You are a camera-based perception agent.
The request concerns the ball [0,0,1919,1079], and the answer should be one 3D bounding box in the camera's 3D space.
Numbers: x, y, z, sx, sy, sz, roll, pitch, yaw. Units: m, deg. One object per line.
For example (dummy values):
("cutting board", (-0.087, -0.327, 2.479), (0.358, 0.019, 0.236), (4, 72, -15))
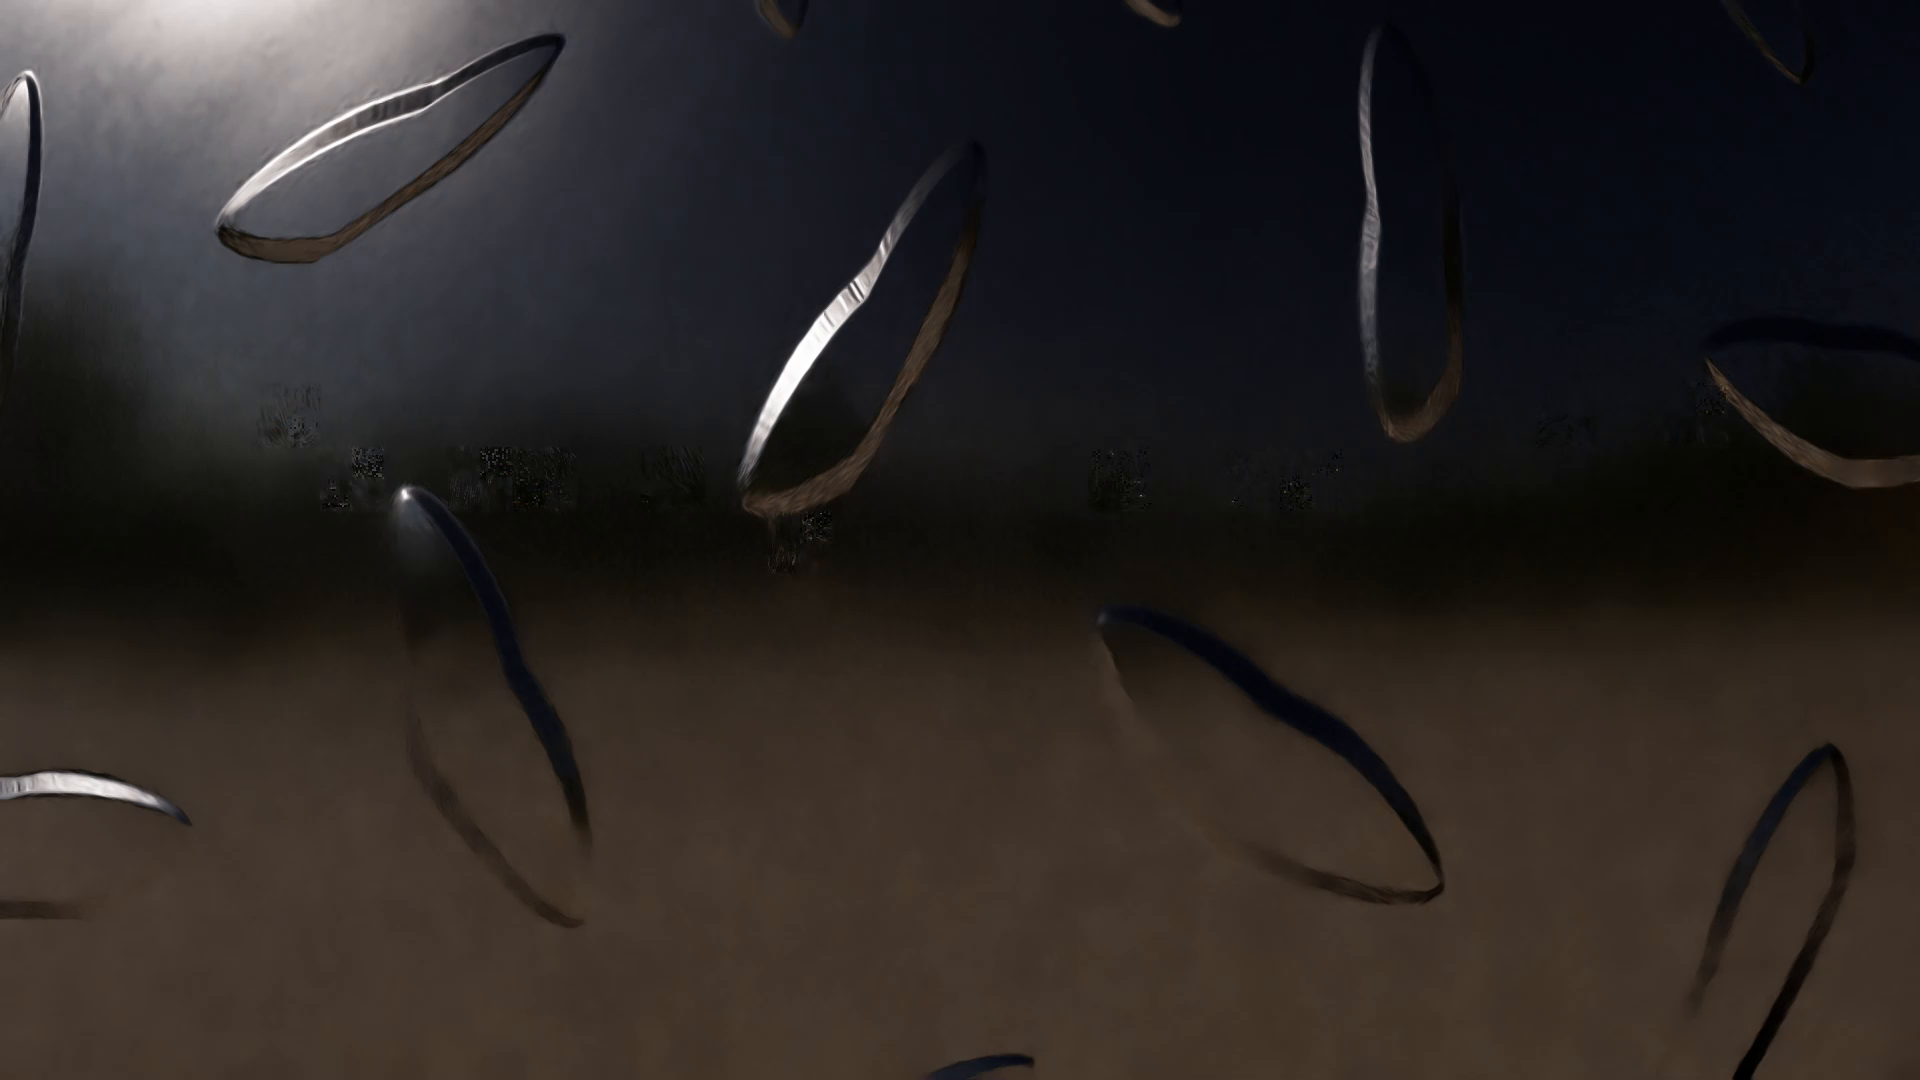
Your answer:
("ball", (0.000, -0.002, 0.056), (0.080, 0.080, 0.080), (0, 4, 0))
